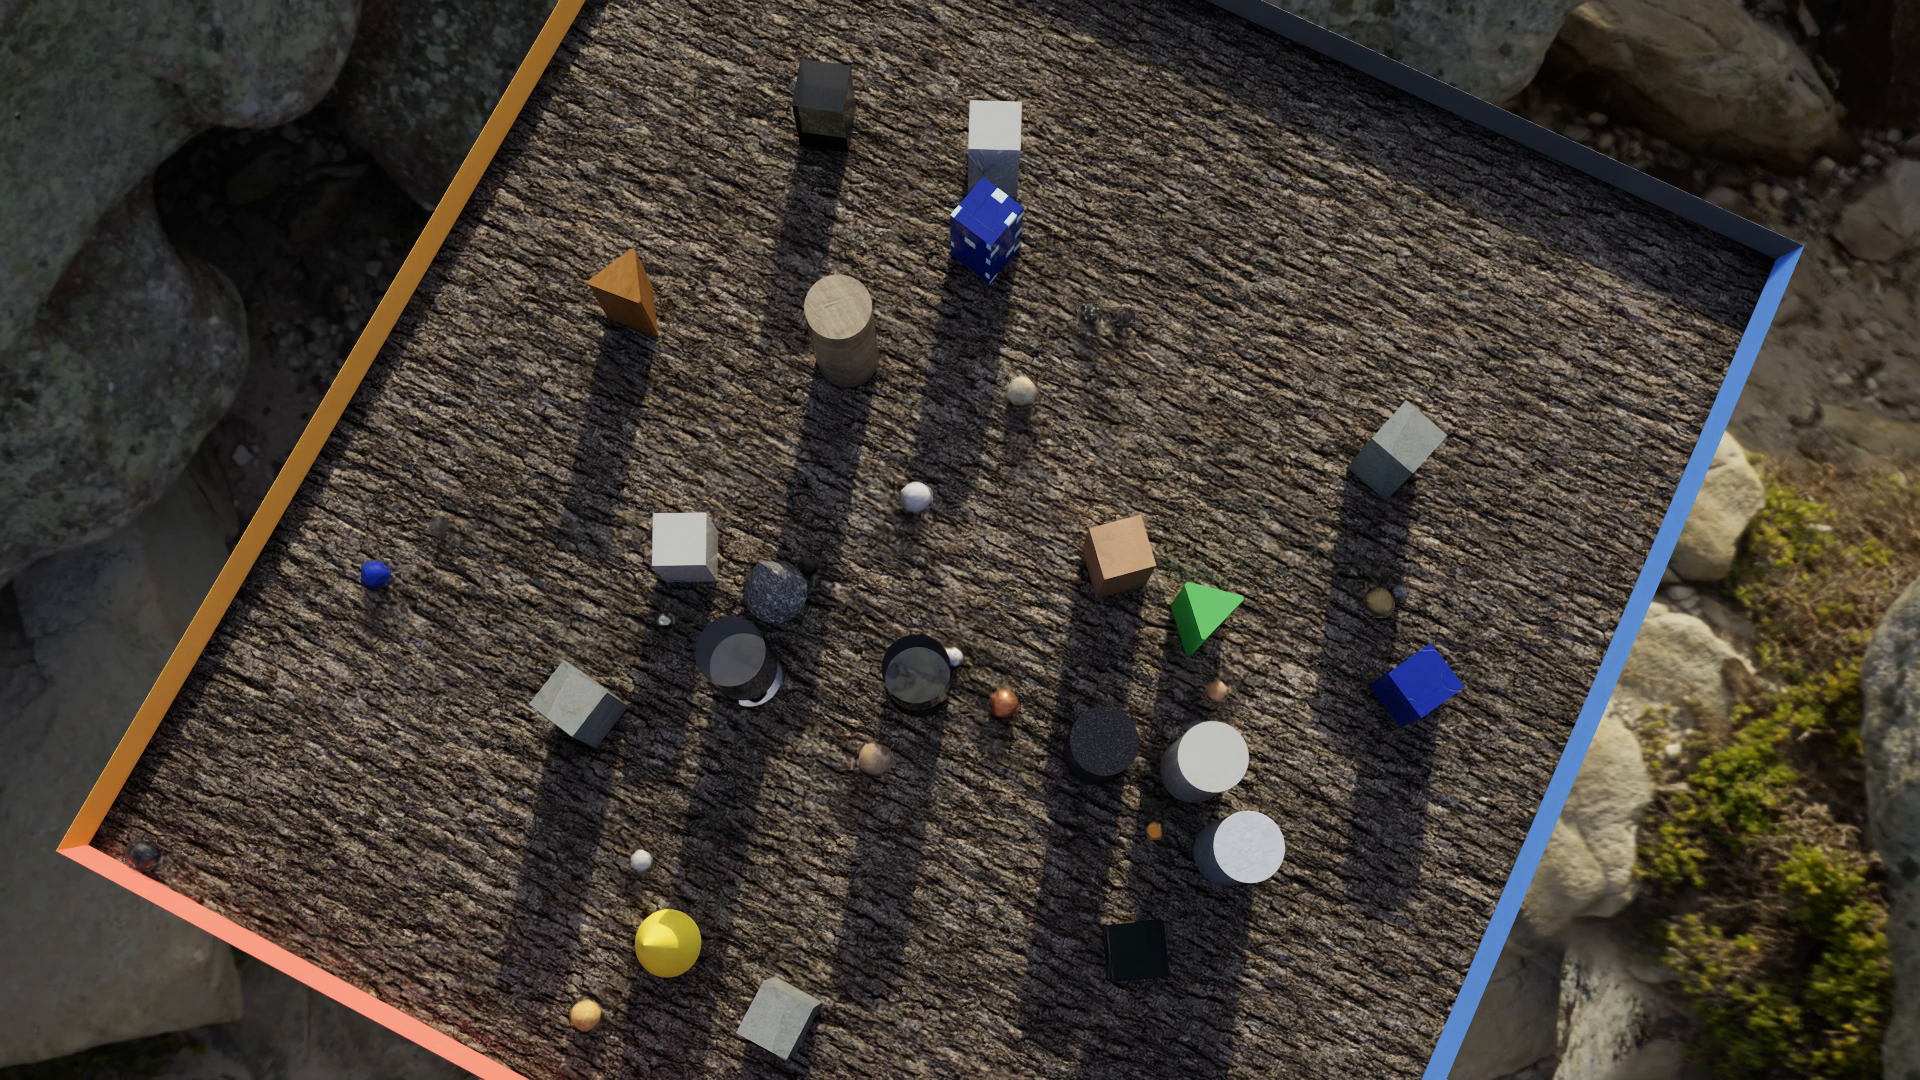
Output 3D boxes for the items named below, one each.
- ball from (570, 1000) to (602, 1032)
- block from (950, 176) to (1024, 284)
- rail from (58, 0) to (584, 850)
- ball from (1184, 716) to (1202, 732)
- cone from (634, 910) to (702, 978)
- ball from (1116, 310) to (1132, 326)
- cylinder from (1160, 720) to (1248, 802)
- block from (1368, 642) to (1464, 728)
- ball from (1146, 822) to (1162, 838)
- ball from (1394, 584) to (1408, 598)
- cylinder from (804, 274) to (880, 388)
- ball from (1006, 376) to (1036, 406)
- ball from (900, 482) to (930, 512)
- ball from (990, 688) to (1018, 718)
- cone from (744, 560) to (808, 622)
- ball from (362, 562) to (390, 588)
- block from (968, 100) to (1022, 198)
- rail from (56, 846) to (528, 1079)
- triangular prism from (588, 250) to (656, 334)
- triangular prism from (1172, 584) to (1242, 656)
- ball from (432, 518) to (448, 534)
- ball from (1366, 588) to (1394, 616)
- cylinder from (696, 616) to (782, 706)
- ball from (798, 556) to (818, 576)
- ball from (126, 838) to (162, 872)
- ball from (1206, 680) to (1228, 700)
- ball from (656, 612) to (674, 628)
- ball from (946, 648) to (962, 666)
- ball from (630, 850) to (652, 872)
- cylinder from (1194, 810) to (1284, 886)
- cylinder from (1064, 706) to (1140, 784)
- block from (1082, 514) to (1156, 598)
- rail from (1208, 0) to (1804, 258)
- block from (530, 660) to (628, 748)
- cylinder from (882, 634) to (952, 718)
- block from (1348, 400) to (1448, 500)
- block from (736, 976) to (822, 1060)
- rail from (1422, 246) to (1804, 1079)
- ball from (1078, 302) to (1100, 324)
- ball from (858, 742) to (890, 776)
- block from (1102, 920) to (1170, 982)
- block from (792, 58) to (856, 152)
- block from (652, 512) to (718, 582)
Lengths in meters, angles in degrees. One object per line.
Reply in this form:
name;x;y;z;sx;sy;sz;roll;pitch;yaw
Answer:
ball;-1.080;1.372;5.288;0.088;0.088;0.088;0;78;0
block;0.081;-0.948;5.641;0.156;0.337;0.156;38;81;7
rail;-1.701;-0.826;5.722;0.045;0.127;3.996;26;80;5
ball;0.700;0.555;5.471;0.059;0.059;0.059;0;78;0
cone;-0.856;1.139;5.165;0.195;0.422;0.195;0;78;0
ball;0.515;-0.698;5.736;0.050;0.050;0.050;0;78;0
cylinder;0.694;0.640;5.249;0.195;0.460;0.195;0;78;0
block;1.341;0.430;5.396;0.156;0.258;0.156;-34;80;-7
ball;0.575;0.856;5.416;0.047;0.047;0.047;0;78;0
ball;1.338;0.157;5.563;0.042;0.042;0.042;0;78;0
cylinder;-0.350;-0.620;5.496;0.195;0.487;0.195;0;78;0
ball;0.190;-0.458;5.664;0.092;0.092;0.092;0;78;0
ball;-0.137;-0.131;5.595;0.095;0.095;0.095;0;78;0
ball;0.131;0.489;5.471;0.088;0.088;0.088;0;78;0
cone;-0.563;0.108;5.352;0.195;0.475;0.195;0;78;0
ball;-1.769;0.105;5.553;0.082;0.082;0.082;0;78;0
block;0.106;-1.208;5.681;0.156;0.364;0.156;2;78;0
rail;-0.883;1.736;5.191;3.852;0.127;0.045;26;80;5
triangular prism;-1.003;-0.771;5.615;0.169;0.315;0.147;21;79;4
triangular prism;0.696;0.209;5.389;0.147;0.361;0.169;44;82;8
ball;-1.590;-0.044;5.601;0.049;0.049;0.049;0;78;0
ball;1.267;0.186;5.535;0.084;0.084;0.084;0;78;0
cylinder;-0.634;0.356;5.296;0.195;0.484;0.195;0;78;0
ball;-0.462;0.079;5.571;0.057;0.057;0.057;0;78;0
ball;-2.394;0.925;5.377;0.095;0.095;0.095;0;78;0
ball;0.769;0.451;5.491;0.062;0.062;0.062;0;78;0
ball;-0.892;0.243;5.541;0.050;0.050;0.050;0;78;0
ball;-0.022;0.352;5.514;0.058;0.058;0.058;0;78;0
ball;-0.938;0.943;5.389;0.064;0.064;0.064;0;78;0
cylinder;0.789;0.881;5.211;0.195;0.437;0.195;0;78;0
cylinder;0.406;0.599;5.320;0.195;0.338;0.195;0;78;0
block;0.470;0.052;5.443;0.156;0.318;0.156;-15;79;-3
rail;0.883;-1.722;5.907;3.852;0.127;0.045;26;80;5
block;-1.106;0.481;5.340;0.156;0.346;0.156;36;81;7
cylinder;-0.123;0.400;5.346;0.195;0.368;0.195;0;78;0
block;1.306;-0.265;5.493;0.156;0.349;0.156;42;81;8
block;-0.505;1.345;5.168;0.156;0.334;0.156;27;80;5
rail;1.701;0.840;5.377;0.045;0.127;3.996;26;80;5
ball;0.405;-0.710;5.727;0.071;0.071;0.071;0;78;0
ball;-0.254;0.649;5.432;0.098;0.098;0.098;0;78;0
block;0.501;1.175;5.248;0.156;0.246;0.156;-5;78;-1
block;-0.423;-1.359;5.746;0.156;0.297;0.156;8;78;2
block;-0.819;0.024;5.476;0.156;0.265;0.156;-1;78;0
